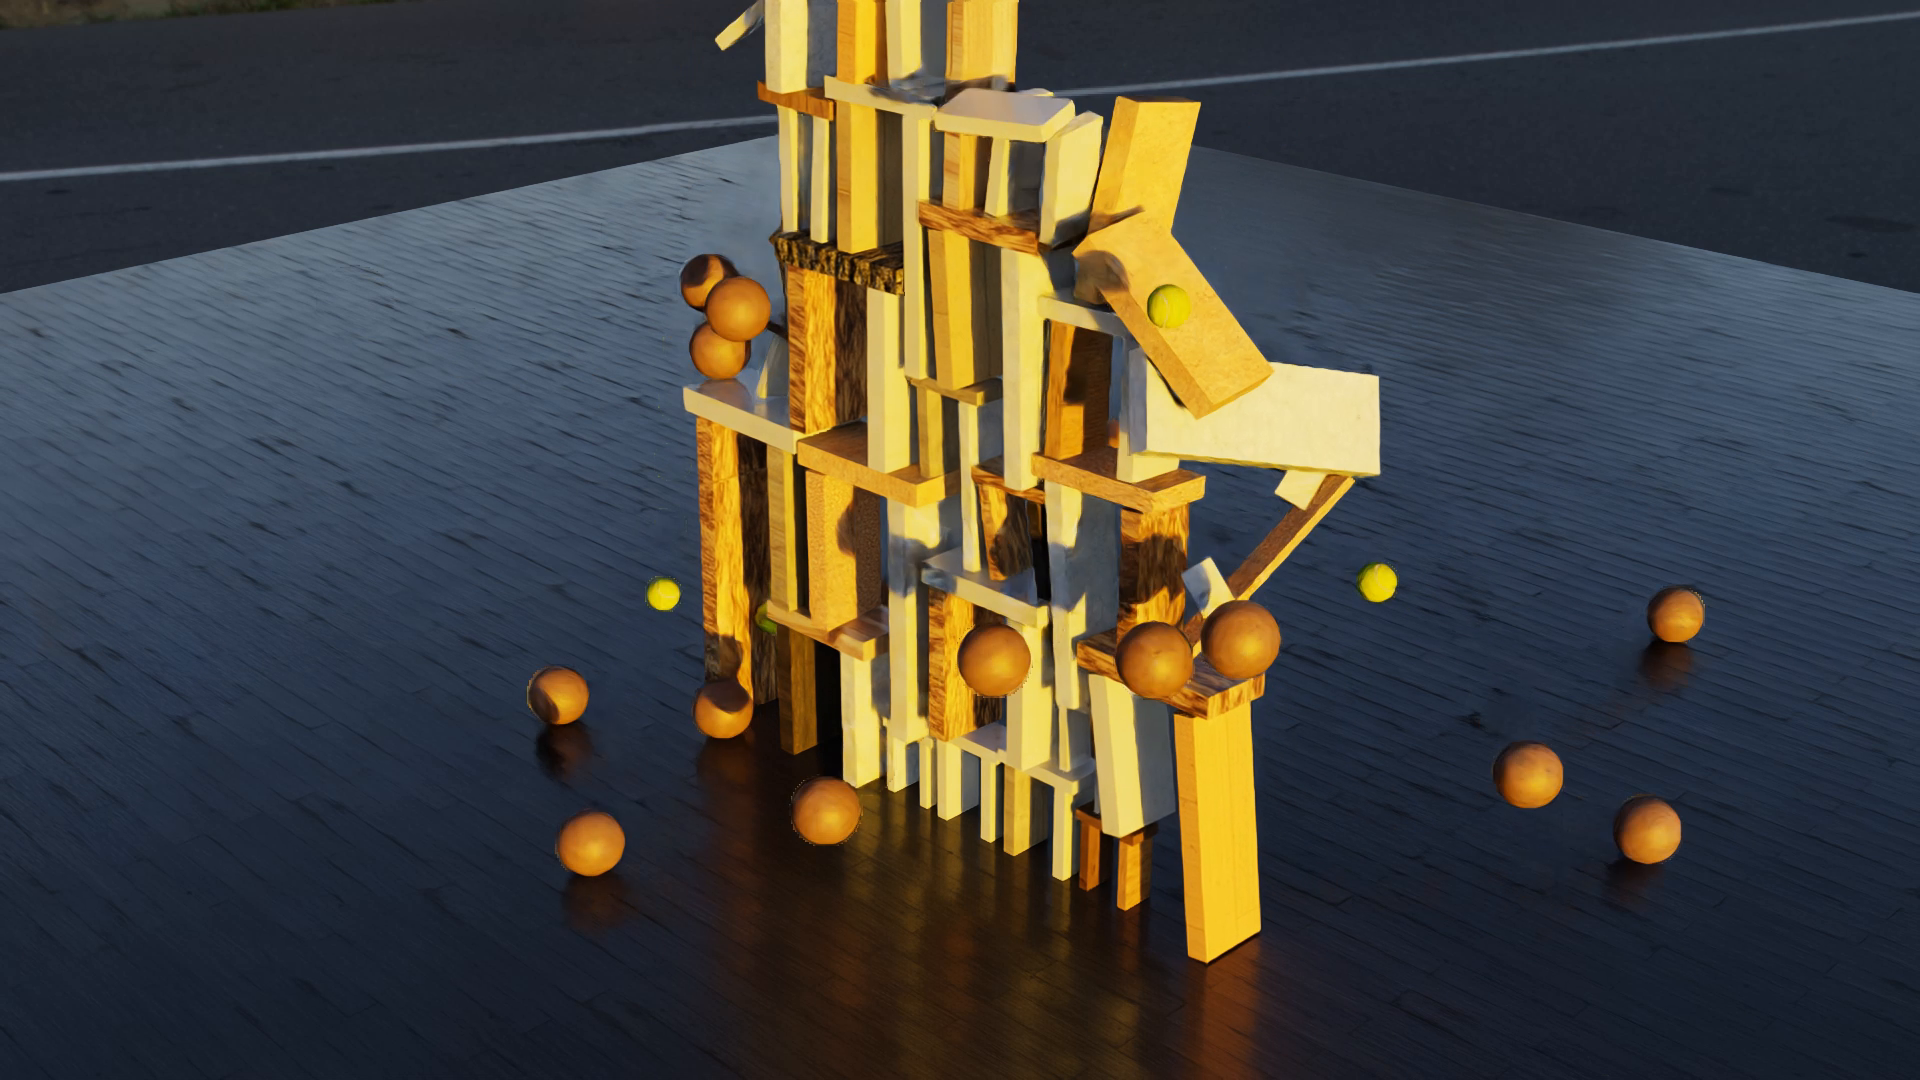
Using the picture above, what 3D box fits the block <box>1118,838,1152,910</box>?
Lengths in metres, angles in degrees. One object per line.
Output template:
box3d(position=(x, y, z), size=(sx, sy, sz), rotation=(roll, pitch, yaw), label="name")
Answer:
box3d(position=(0.328, 0.616, 4.124), size=(0.020, 0.144, 0.072), rotation=(21, 31, 40), label="block")

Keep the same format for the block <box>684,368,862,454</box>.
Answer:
box3d(position=(-0.389, -0.268, 4.537), size=(0.178, 0.050, 0.356), rotation=(-21, 31, -40), label="block")

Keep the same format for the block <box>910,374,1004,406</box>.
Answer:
box3d(position=(0.000, -0.293, 4.100), size=(0.089, 0.025, 0.177), rotation=(-21, 31, -40), label="block")

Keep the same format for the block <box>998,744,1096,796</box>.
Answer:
box3d(position=(0.176, 0.427, 4.220), size=(0.194, 0.028, 0.097), rotation=(21, 31, 40), label="block")

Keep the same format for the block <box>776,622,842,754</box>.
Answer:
box3d(position=(-0.316, 0.294, 4.685), size=(0.042, 0.300, 0.150), rotation=(21, 31, 41), label="block")

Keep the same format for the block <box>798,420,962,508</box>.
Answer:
box3d(position=(-0.143, -0.151, 4.315), size=(0.337, 0.048, 0.169), rotation=(21, 31, 40), label="block")

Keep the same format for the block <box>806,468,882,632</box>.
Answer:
box3d(position=(-0.234, -0.002, 4.456), size=(0.048, 0.338, 0.169), rotation=(17, 28, 35), label="block")

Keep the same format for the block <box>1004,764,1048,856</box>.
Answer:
box3d(position=(0.130, 0.512, 4.305), size=(0.028, 0.194, 0.097), rotation=(21, 31, 40), label="block")

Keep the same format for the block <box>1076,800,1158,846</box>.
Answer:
box3d(position=(0.295, 0.527, 4.124), size=(0.072, 0.020, 0.144), rotation=(-20, 30, -40), label="block")

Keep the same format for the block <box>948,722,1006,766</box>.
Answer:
box3d(position=(0.038, 0.387, 4.348), size=(0.183, 0.026, 0.091), rotation=(21, 31, 40), label="block")

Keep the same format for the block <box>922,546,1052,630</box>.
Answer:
box3d(position=(0.088, 0.082, 4.166), size=(0.304, 0.043, 0.152), rotation=(21, 31, 41), label="block")

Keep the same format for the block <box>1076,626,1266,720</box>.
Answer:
box3d(position=(0.375, 0.230, 3.938), size=(0.155, 0.044, 0.310), rotation=(-18, 29, -41), label="block")

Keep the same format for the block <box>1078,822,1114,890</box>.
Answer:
box3d(position=(0.261, 0.589, 4.187), size=(0.072, 0.144, 0.020), rotation=(-20, 30, -40), label="block")

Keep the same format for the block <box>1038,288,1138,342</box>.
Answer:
box3d(position=(0.272, -0.393, 3.823), size=(0.253, 0.036, 0.126), rotation=(19, 26, 39), label="block")

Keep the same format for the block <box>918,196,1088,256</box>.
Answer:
box3d(position=(0.080, -0.567, 3.901), size=(0.147, 0.042, 0.294), rotation=(-20, 30, -39), label="block")

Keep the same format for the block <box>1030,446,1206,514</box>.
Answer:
box3d(position=(0.279, -0.115, 3.915), size=(0.284, 0.040, 0.142), rotation=(20, 27, 40), label="block")

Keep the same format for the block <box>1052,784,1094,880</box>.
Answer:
box3d(position=(0.222, 0.547, 4.222), size=(0.028, 0.194, 0.097), rotation=(21, 31, 40), label="block")

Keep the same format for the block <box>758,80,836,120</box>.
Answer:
box3d(position=(-0.266, -0.841, 4.165), size=(0.121, 0.034, 0.242), rotation=(-17, 29, -34), label="block")

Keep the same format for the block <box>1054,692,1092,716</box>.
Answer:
box3d(position=(0.249, 0.304, 4.104), size=(0.134, 0.019, 0.067), rotation=(20, 28, 38), label="block")

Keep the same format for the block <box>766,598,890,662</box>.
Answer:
box3d(position=(-0.245, 0.164, 4.553), size=(0.150, 0.042, 0.300), rotation=(-21, 31, -40), label="block")

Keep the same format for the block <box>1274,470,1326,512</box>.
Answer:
box3d(position=(0.618, -0.119, 3.911), size=(0.061, 0.122, 0.017), rotation=(31, 0, 15), label="block")

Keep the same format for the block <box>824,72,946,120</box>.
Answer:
box3d(position=(-0.099, -0.814, 3.992), size=(0.284, 0.040, 0.142), rotation=(21, 31, 40), label="block")

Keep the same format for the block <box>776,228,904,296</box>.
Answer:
box3d(position=(-0.176, -0.539, 4.186), size=(0.169, 0.048, 0.338), rotation=(-21, 31, -41), label="block")

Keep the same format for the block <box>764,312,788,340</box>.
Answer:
box3d(position=(-0.321, -0.421, 4.413), size=(0.076, 0.021, 0.151), rotation=(-16, 32, -35), label="block")

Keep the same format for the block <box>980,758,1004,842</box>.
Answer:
box3d(position=(0.082, 0.499, 4.352), size=(0.026, 0.183, 0.091), rotation=(21, 31, 40), label="block")

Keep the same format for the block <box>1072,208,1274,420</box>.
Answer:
box3d(position=(0.355, -0.378, 3.655), size=(0.175, 0.049, 0.349), rotation=(-29, 79, -41), label="block")

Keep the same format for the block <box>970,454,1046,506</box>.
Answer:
box3d(position=(0.119, -0.113, 4.055), size=(0.185, 0.026, 0.093), rotation=(20, 31, 40), label="block")

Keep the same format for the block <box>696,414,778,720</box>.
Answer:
box3d(position=(-0.473, 0.042, 4.763), size=(0.178, 0.699, 0.050), rotation=(-20, 30, -40), label="block")

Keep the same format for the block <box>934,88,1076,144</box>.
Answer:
box3d(position=(0.074, -0.705, 3.646), size=(0.210, 0.030, 0.105), rotation=(14, 41, 31), label="block")

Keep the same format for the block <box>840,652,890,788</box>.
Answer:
box3d(position=(-0.175, 0.348, 4.556), size=(0.150, 0.300, 0.042), rotation=(-21, 31, -41), label="block")

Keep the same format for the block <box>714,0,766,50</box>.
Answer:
box3d(position=(-0.381, -1.020, 4.238), size=(0.196, 0.028, 0.098), rotation=(-29, 12, 42), label="block")

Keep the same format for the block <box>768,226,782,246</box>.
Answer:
box3d(position=(-0.330, -0.609, 4.416), size=(0.133, 0.067, 0.019), rotation=(-24, 33, 61), label="block")

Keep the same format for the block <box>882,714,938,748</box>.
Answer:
box3d(position=(-0.082, 0.379, 4.475), size=(0.072, 0.020, 0.143), rotation=(-21, 31, -40), label="block")

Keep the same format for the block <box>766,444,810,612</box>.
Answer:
box3d(position=(-0.310, -0.046, 4.538), size=(0.050, 0.356, 0.178), rotation=(21, 31, 40), label="block")

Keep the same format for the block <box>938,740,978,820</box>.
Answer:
box3d(position=(-0.004, 0.465, 4.431), size=(0.091, 0.183, 0.026), rotation=(-21, 31, -40), label="block")

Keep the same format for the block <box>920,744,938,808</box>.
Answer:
box3d(position=(-0.049, 0.468, 4.474), size=(0.072, 0.143, 0.020), rotation=(-21, 31, -40), label="block")

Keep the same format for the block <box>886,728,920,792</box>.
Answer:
box3d(position=(-0.117, 0.442, 4.536), size=(0.020, 0.143, 0.072), rotation=(21, 31, 40), label="block")
